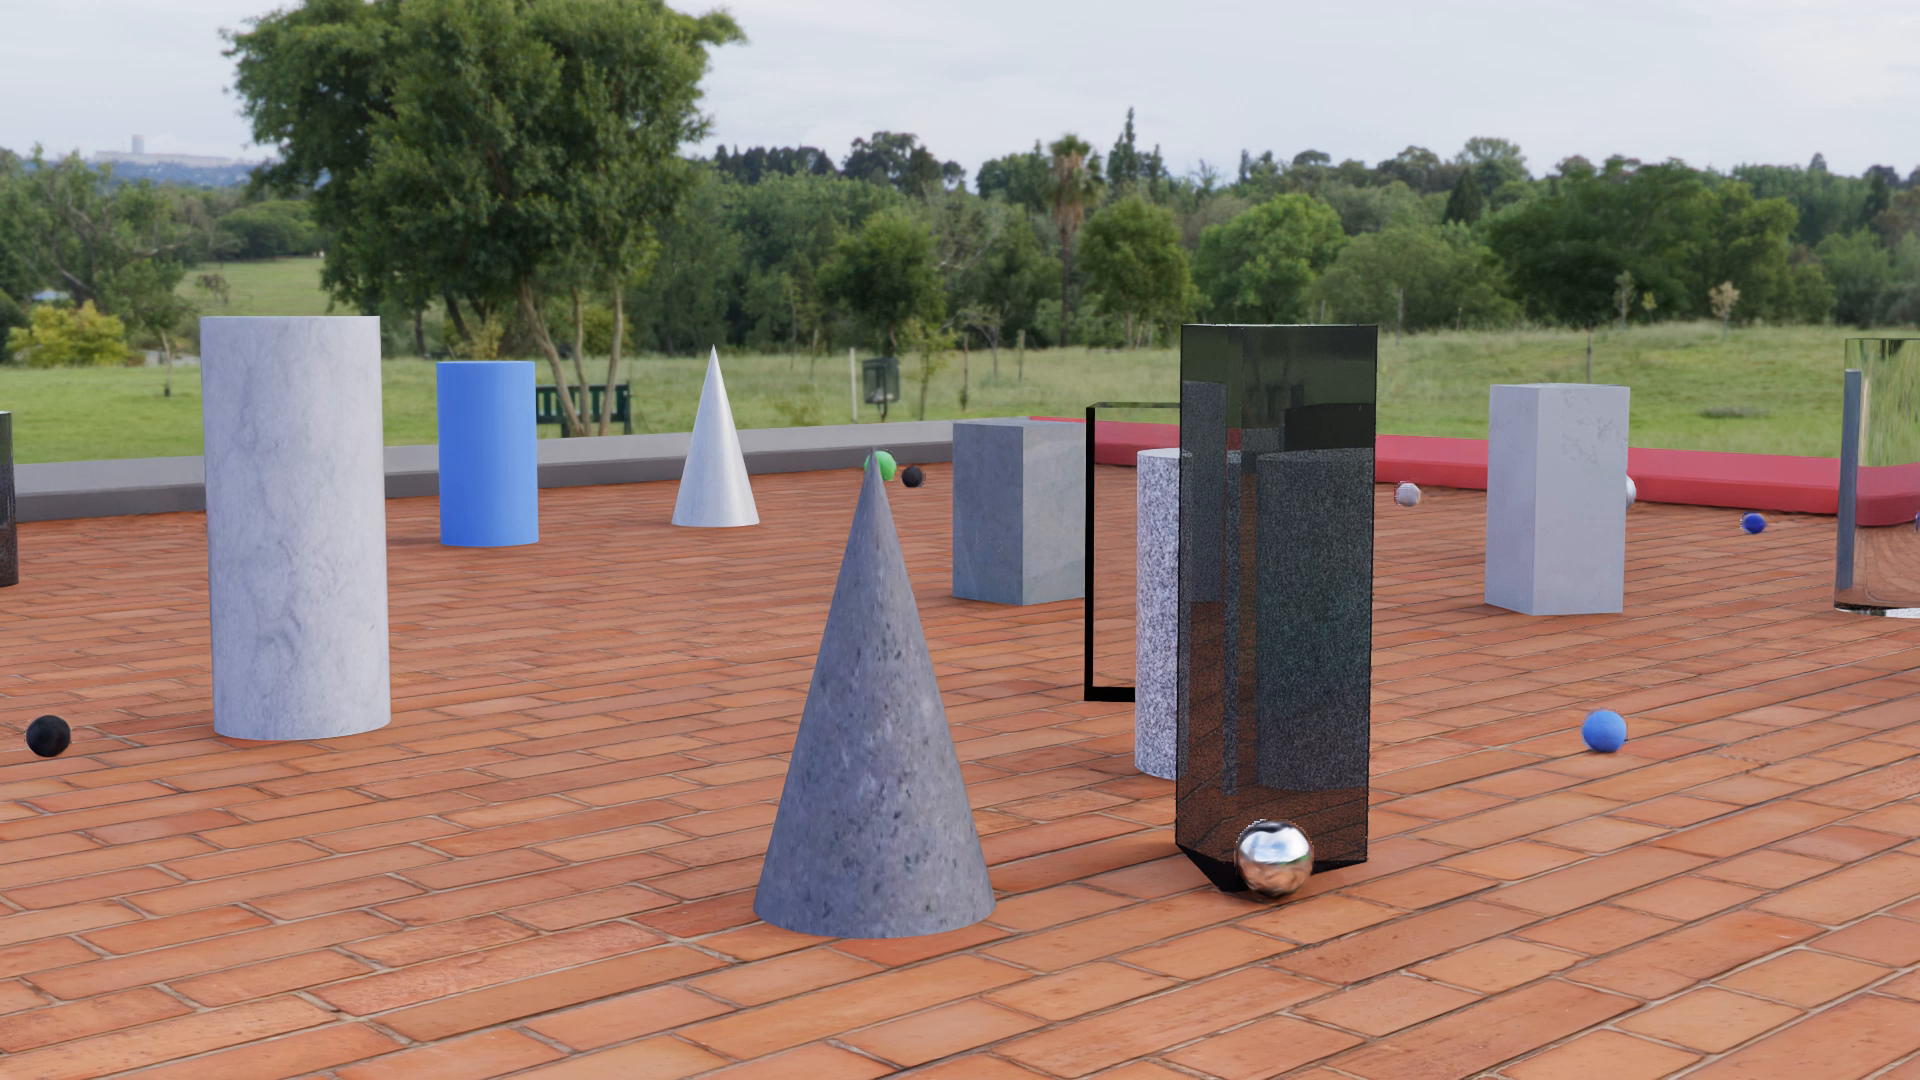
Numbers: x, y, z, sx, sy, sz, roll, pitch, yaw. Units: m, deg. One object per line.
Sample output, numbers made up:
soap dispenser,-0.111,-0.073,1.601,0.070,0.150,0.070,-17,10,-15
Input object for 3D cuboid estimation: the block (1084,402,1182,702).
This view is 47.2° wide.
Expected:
block,0.223,0.011,2.524,0.145,0.331,0.145,1,6,9

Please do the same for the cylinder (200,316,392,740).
cylinder,-0.701,-0.019,2.325,0.181,0.433,0.181,0,6,0

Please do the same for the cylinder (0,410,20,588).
cylinder,-1.601,-0.065,3.497,0.181,0.274,0.181,0,6,0

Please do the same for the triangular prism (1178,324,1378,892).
triangular prism,0.223,0.044,1.752,0.157,0.429,0.136,-5,8,-38

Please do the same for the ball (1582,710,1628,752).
ball,0.644,0.191,2.195,0.042,0.042,0.042,0,6,0

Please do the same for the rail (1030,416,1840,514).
rail,1.675,-0.134,4.869,0.045,0.118,4.384,-6,8,-42

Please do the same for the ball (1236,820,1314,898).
ball,0.237,0.240,1.654,0.057,0.057,0.057,0,6,0

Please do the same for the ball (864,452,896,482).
ball,-0.200,-0.183,5.520,0.079,0.079,0.079,0,6,0

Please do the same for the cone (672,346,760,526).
cone,-0.502,-0.218,4.500,0.181,0.366,0.181,0,6,0

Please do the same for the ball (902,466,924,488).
ball,-0.116,-0.153,5.358,0.055,0.055,0.055,0,6,0

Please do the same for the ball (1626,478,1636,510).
ball,1.406,-0.102,4.720,0.088,0.088,0.088,0,6,0

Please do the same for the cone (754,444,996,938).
cone,-0.064,0.101,1.623,0.181,0.344,0.181,0,6,0

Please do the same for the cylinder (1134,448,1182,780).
cylinder,0.260,0.068,2.120,0.181,0.303,0.181,0,6,0

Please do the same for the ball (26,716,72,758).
ball,-0.901,0.194,2.173,0.041,0.041,0.041,0,6,0

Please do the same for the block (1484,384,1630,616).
block,0.875,-0.063,3.232,0.145,0.327,0.145,-2,6,-14

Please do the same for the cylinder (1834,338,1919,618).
cylinder,1.379,-0.094,3.205,0.181,0.395,0.181,0,6,0

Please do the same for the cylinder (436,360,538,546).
cylinder,-0.889,-0.165,4.138,0.181,0.338,0.181,0,6,0

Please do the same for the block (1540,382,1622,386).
block,1.056,-0.120,3.866,0.145,0.306,0.145,6,8,42

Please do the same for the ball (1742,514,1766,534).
ball,1.546,-0.031,4.280,0.042,0.042,0.042,0,6,0

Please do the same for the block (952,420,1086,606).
block,0.091,-0.045,3.354,0.145,0.266,0.145,6,8,44

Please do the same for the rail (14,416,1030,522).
rail,-1.470,-0.139,4.917,4.606,0.118,0.045,-6,8,-42

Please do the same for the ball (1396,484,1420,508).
ball,0.991,-0.099,4.864,0.053,0.053,0.053,0,6,0
